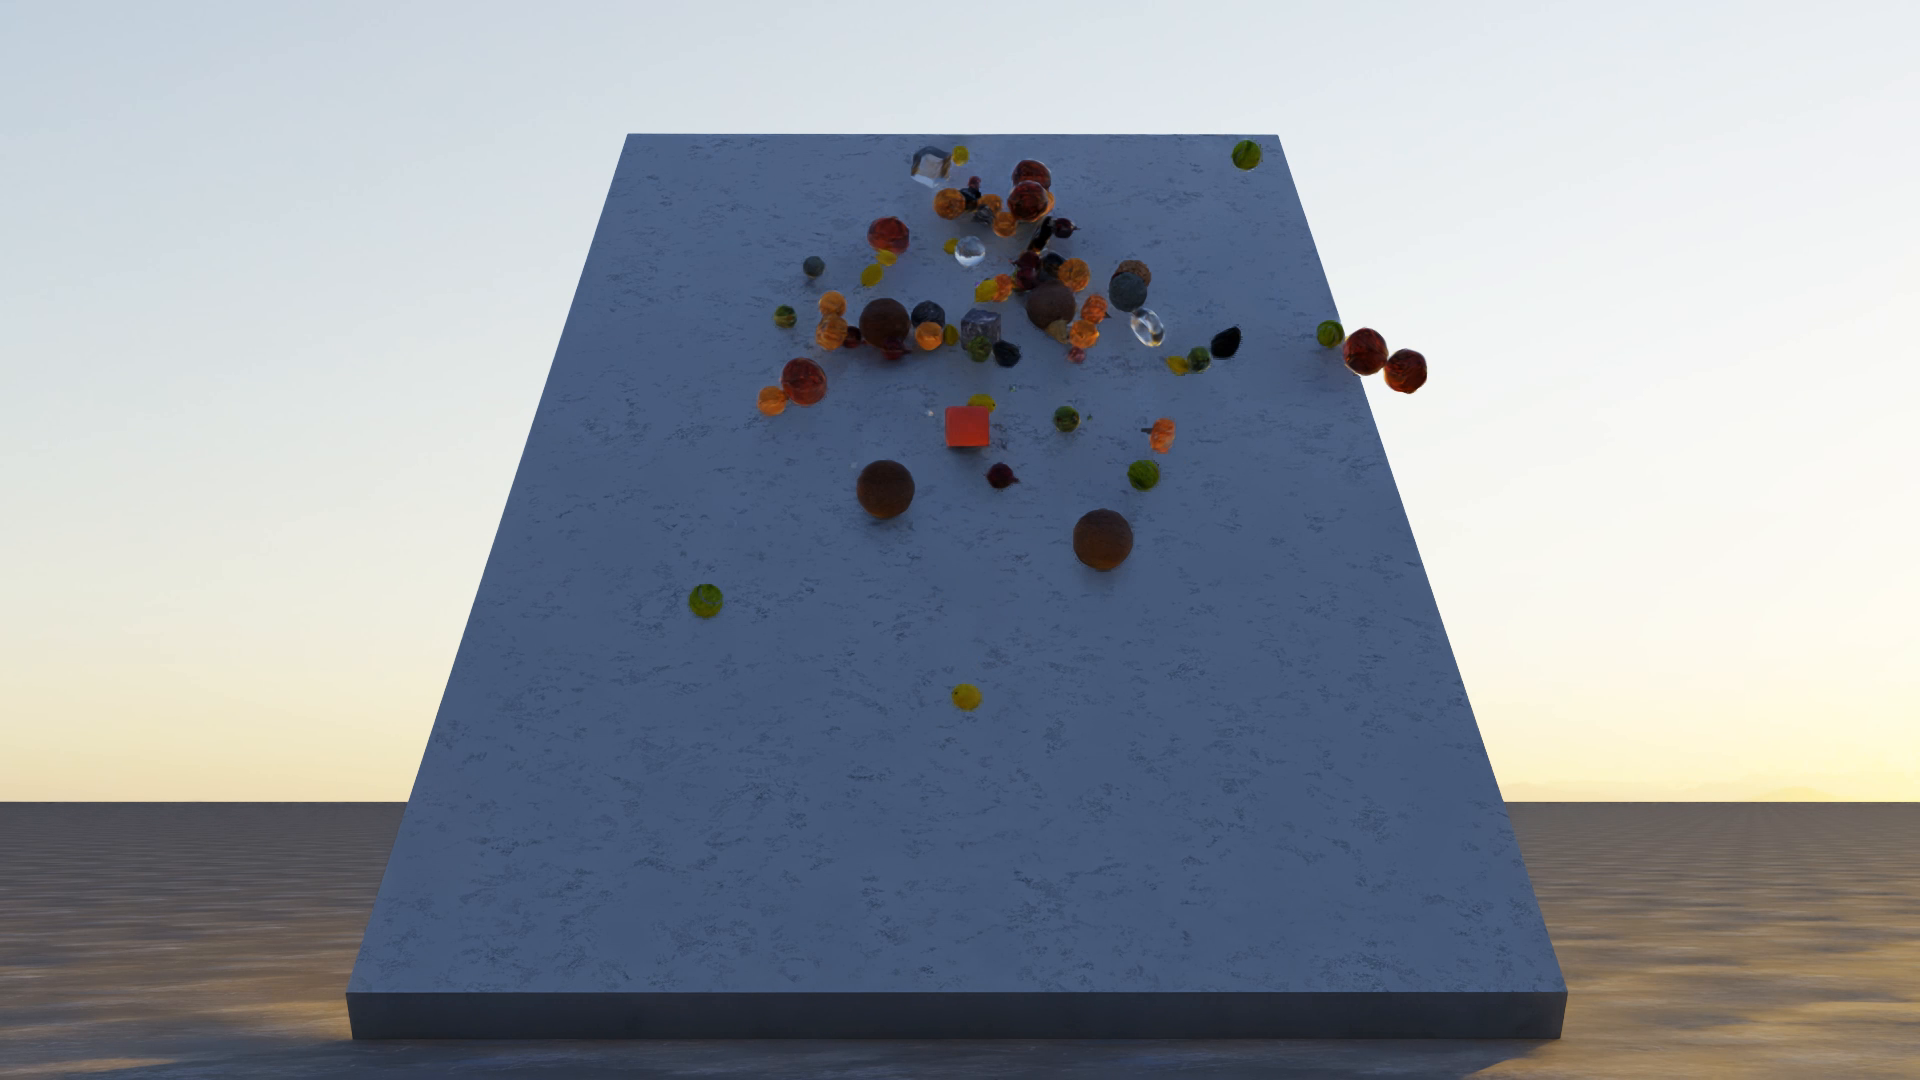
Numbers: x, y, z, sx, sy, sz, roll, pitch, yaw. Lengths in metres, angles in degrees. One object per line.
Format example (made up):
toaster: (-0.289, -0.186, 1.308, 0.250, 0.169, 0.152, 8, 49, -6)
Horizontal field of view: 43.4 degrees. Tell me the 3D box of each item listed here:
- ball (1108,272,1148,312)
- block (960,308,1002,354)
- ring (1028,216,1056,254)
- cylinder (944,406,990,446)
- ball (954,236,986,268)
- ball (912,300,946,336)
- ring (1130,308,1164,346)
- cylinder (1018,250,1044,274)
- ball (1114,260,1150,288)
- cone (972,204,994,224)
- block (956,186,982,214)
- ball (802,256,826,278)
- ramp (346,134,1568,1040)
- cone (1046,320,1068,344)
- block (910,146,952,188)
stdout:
ball: (0.391, -0.578, 5.631, 0.091, 0.091, 0.091, 0, -6, 0)
block: (0.052, -0.526, 6.077, 0.078, 0.078, 0.078, 12, 32, 20)
ring: (0.223, -0.831, 6.588, 0.039, 0.116, 0.116, 31, -11, -7)
cylinder: (0.017, -0.263, 5.596, 0.093, 0.093, 0.093, 0, -6, -8)
ball: (0.024, -0.712, 5.968, 0.076, 0.076, 0.076, 0, -6, 0)
ball: (-0.080, -0.564, 6.132, 0.088, 0.088, 0.088, 0, -6, 0)
ring: (0.472, -0.534, 6.062, 0.036, 0.108, 0.108, -34, 9, -23)
cylinder: (0.189, -0.743, 6.458, 0.055, 0.055, 0.055, 11, -3, 15)
ball: (0.455, -0.692, 6.353, 0.094, 0.094, 0.094, 0, -6, 0)
cone: (0.051, -0.893, 6.692, 0.061, 0.061, 0.061, 6, -20, -44)
block: (0.024, -0.967, 6.873, 0.053, 0.053, 0.053, -23, 37, -34)
ball: (-0.390, -0.730, 6.450, 0.059, 0.059, 0.059, 0, -6, 0)
ramp: (-0.013, -0.211, 5.707, 2.000, 0.100, 4.000, 0, 30, 0)
cone: (0.255, -0.513, 6.067, 0.060, 0.060, 0.060, -20, -31, -13)
block: (-0.083, -1.075, 6.945, 0.079, 0.079, 0.079, 27, 37, 22)
